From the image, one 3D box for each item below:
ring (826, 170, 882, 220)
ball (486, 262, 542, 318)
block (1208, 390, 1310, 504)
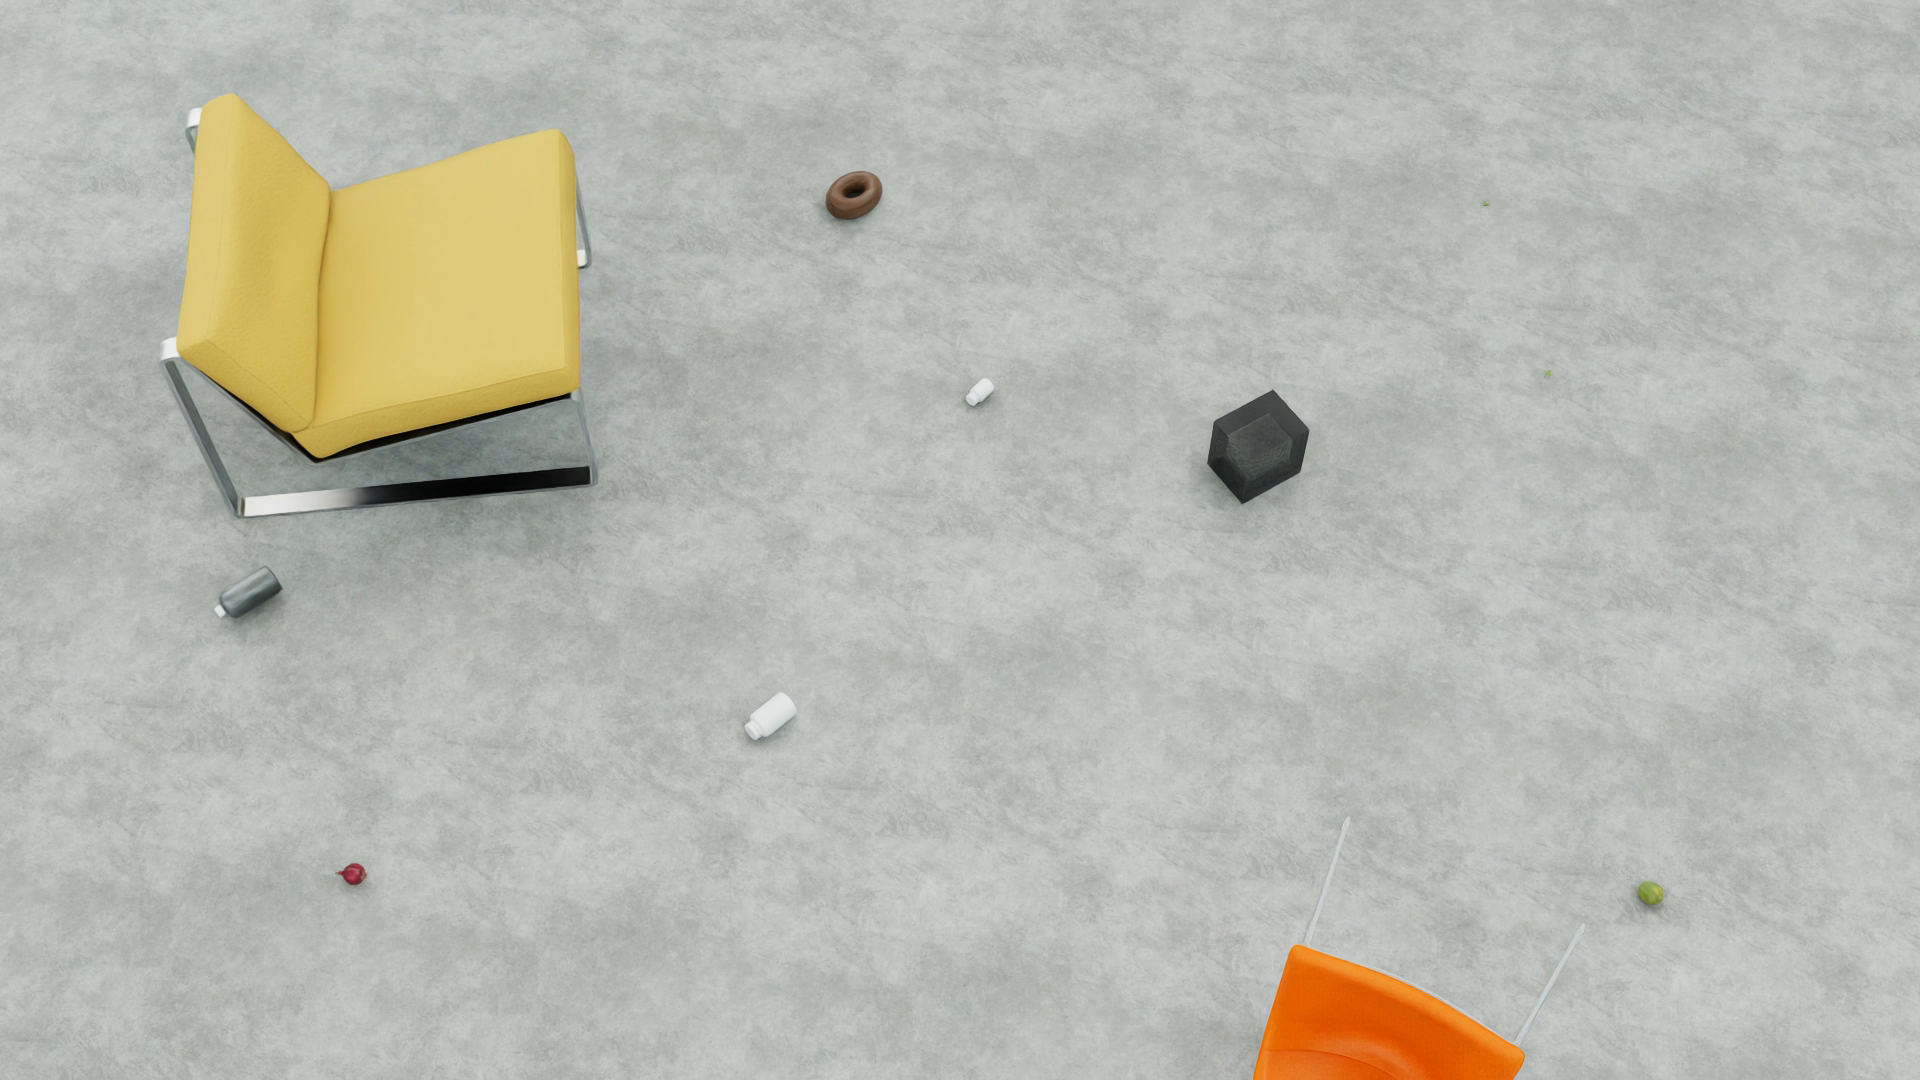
[{"bbox_3d":[-0.352,-1.143,7.293,0.213,0.082,0.157,-37,65,-23],"label":"ring"},{"bbox_3d":[-1.418,-0.796,7.001,0.177,0.177,0.177,0,56,0],"label":"ball"},{"bbox_3d":[0.898,-0.280,6.631,0.220,0.218,0.180,-28,61,-17],"label":"block"}]
